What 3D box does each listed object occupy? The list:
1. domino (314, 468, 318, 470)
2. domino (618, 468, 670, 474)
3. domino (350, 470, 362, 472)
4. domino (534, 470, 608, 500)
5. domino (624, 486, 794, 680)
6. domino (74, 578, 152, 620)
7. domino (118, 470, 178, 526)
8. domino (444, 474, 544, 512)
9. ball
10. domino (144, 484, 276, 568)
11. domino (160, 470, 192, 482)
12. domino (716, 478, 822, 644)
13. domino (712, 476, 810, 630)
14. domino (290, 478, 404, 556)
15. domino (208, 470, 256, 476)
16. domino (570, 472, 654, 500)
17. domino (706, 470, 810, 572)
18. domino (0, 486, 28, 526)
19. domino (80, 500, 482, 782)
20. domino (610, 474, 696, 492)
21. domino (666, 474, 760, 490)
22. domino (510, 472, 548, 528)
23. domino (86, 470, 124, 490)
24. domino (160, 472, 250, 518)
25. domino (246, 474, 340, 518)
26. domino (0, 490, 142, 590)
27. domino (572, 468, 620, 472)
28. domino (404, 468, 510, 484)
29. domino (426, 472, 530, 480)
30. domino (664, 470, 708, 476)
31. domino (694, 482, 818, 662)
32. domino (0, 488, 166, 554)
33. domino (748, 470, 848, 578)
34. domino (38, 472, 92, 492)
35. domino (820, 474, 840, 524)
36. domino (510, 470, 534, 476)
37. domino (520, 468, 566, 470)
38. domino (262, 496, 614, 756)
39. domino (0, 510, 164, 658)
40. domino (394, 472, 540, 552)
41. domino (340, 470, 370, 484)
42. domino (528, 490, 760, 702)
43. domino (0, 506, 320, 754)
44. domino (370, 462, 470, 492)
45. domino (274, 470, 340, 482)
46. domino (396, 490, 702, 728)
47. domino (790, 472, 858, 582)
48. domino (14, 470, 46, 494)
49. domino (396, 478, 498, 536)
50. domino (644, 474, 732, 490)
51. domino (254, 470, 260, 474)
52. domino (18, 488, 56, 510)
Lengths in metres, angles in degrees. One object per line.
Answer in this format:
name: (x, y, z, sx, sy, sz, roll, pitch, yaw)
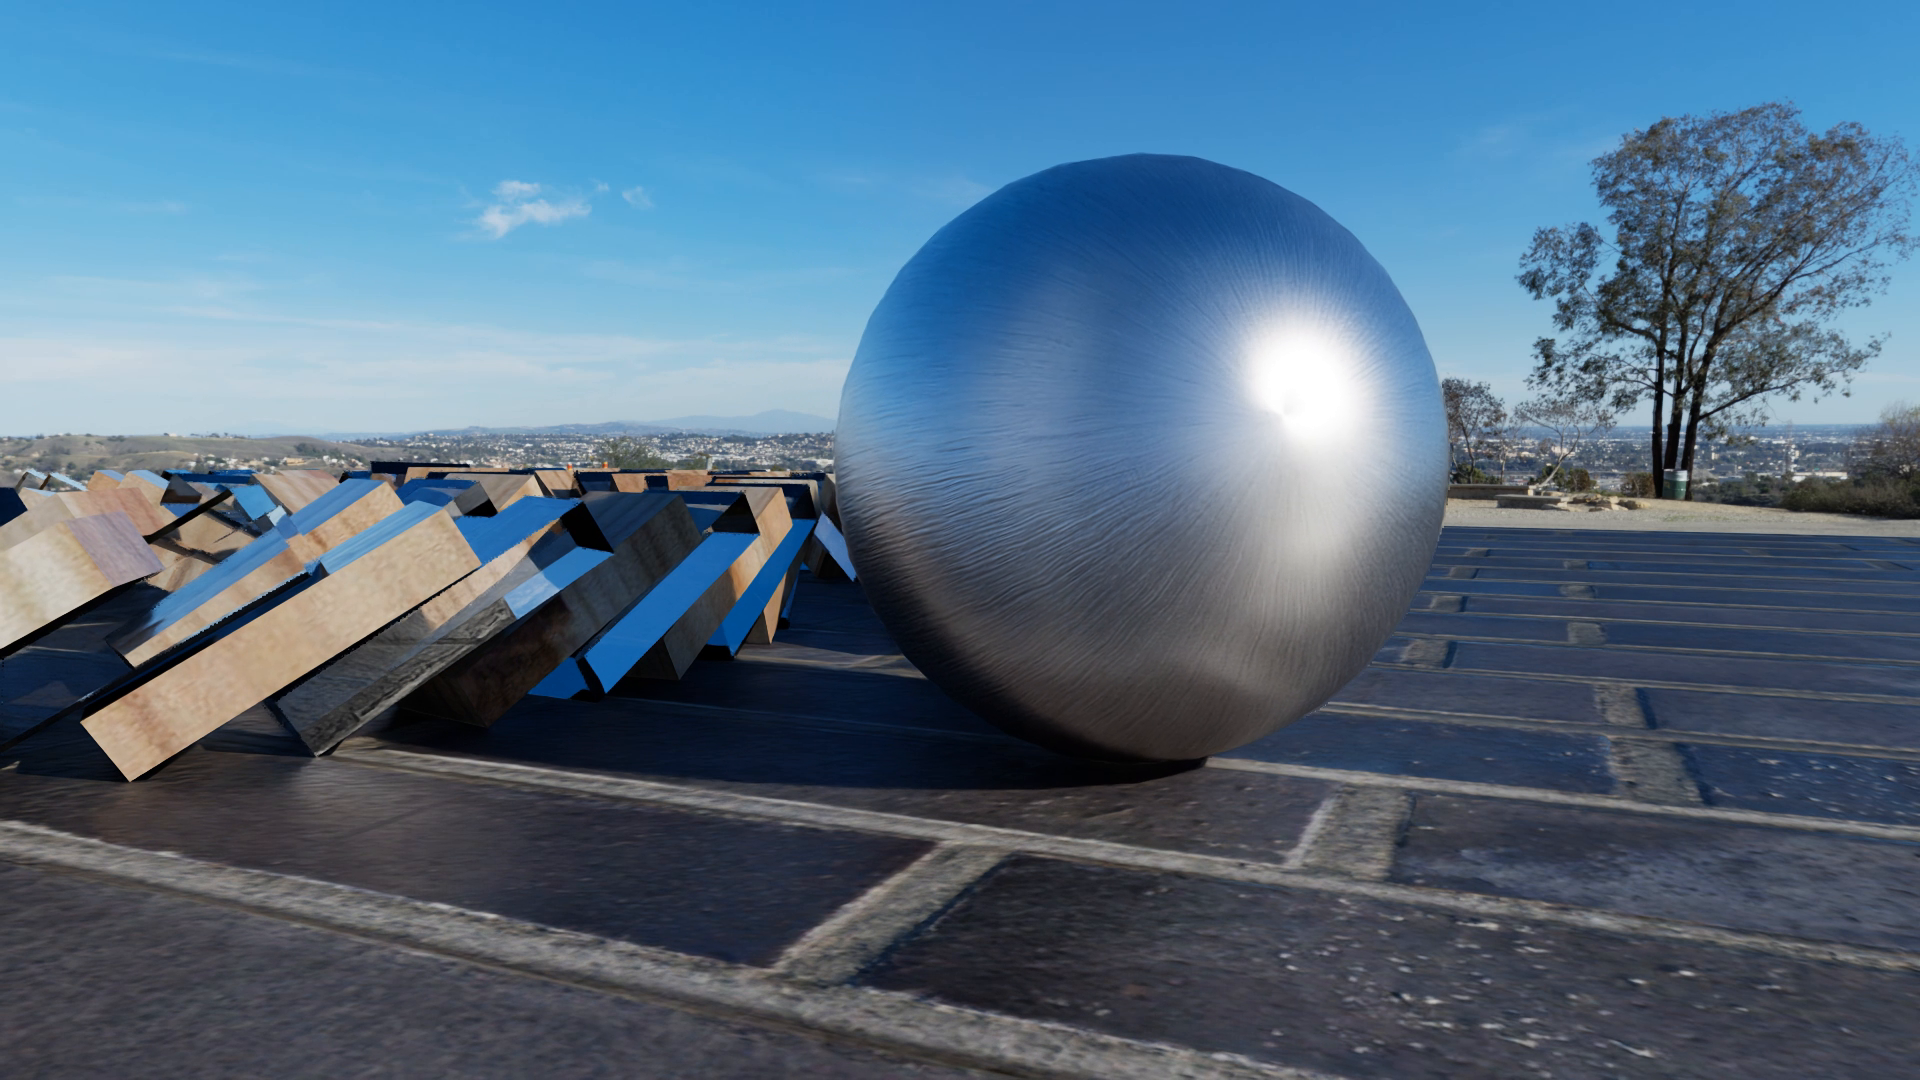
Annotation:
domino: (-0.220, -0.009, 0.472, 0.050, 0.009, 0.025, 30, 1, -8)
domino: (-0.100, -0.009, 0.464, 0.050, 0.009, 0.025, 36, 21, 26)
domino: (-0.200, -0.010, 0.476, 0.050, 0.010, 0.025, 30, 3, -4)
domino: (-0.110, -0.004, 0.395, 0.025, 0.009, 0.050, -3, 37, -44)
domino: (-0.055, 0.007, 0.252, 0.025, 0.010, 0.050, 2, 35, 21)
domino: (-0.229, 0.014, 0.316, 0.050, 0.010, 0.025, -2, 5, -30)
domino: (-0.231, -0.004, 0.396, 0.050, 0.010, 0.025, 33, -8, -21)
domino: (-0.116, 0.004, 0.281, 0.025, 0.010, 0.050, 2, 38, 23)
ball: (0.023, -0.010, 0.173, 0.080, 0.080, 0.080, 0, 4, 0)
domino: (-0.145, 0.008, 0.224, 0.050, 0.010, 0.025, -35, 14, -13)
domino: (-0.259, -0.009, 0.459, 0.050, 0.009, 0.025, 30, -5, -17)
domino: (-0.050, 0.004, 0.292, 0.025, 0.010, 0.050, 1, 35, 8)
domino: (-0.052, 0.002, 0.312, 0.025, 0.009, 0.050, 0, 35, 1)
domino: (-0.131, 0.007, 0.242, 0.025, 0.010, 0.050, 5, 40, 49)
domino: (-0.212, -0.005, 0.407, 0.050, 0.010, 0.025, 31, 2, -4)
domino: (-0.095, -0.003, 0.382, 0.025, 0.009, 0.050, -3, 36, -37)
domino: (-0.065, -0.007, 0.443, 0.025, 0.009, 0.050, -5, 36, -46)
domino: (-0.183, 0.009, 0.212, 0.050, 0.010, 0.025, -33, 2, 4)
domino: (-0.095, 0.012, 0.181, 0.050, 0.010, 0.025, -36, 21, -24)
domino: (-0.082, -0.002, 0.367, 0.025, 0.010, 0.050, -2, 36, -30)
domino: (-0.061, 0.001, 0.332, 0.025, 0.010, 0.050, -1, 36, -17)
domino: (-0.159, -0.010, 0.479, 0.050, 0.009, 0.025, 31, 9, 7)
domino: (-0.277, -0.008, 0.450, 0.050, 0.010, 0.025, 31, -9, -22)
domino: (-0.188, -0.001, 0.349, 0.050, 0.010, 0.025, 33, 10, 15)
domino: (-0.168, -0.001, 0.346, 0.050, 0.009, 0.025, 35, 14, 25)
domino: (-0.262, -0.002, 0.370, 0.050, 0.010, 0.025, 36, -19, -35)
domino: (-0.119, -0.010, 0.472, 0.050, 0.010, 0.025, 34, 18, 21)
domino: (-0.128, 0.000, 0.322, 0.025, 0.010, 0.050, 0, 39, -13)
domino: (-0.120, 0.002, 0.303, 0.025, 0.009, 0.050, 0, 38, 1)
domino: (-0.082, -0.008, 0.454, 0.050, 0.010, 0.025, 38, 25, 30)
domino: (-0.051, 0.005, 0.272, 0.025, 0.010, 0.050, 1, 35, 16)
domino: (-0.164, 0.009, 0.216, 0.050, 0.010, 0.025, -33, 7, -3)
domino: (-0.049, -0.006, 0.430, 0.025, 0.009, 0.050, -4, 35, -42)
domino: (-0.247, -0.003, 0.384, 0.050, 0.010, 0.025, 33, -13, -28)
domino: (-0.022, -0.004, 0.401, 0.025, 0.009, 0.050, -3, 35, -34)
domino: (-0.131, -0.005, 0.403, 0.050, 0.009, 0.025, 37, 21, 23)
domino: (-0.139, -0.010, 0.477, 0.050, 0.009, 0.025, 33, 13, 14)
domino: (-0.080, 0.011, 0.195, 0.050, 0.009, 0.025, -39, 26, -29)
domino: (-0.129, 0.014, 0.160, 0.050, 0.010, 0.025, -33, 14, -14)
domino: (-0.152, -0.005, 0.407, 0.050, 0.010, 0.025, 33, 13, 13)
domino: (-0.171, -0.005, 0.410, 0.050, 0.010, 0.025, 32, 10, 8)
domino: (-0.061, 0.008, 0.232, 0.025, 0.010, 0.050, 2, 35, 30)
domino: (-0.111, 0.013, 0.169, 0.050, 0.010, 0.025, -34, 17, -18)
domino: (-0.141, -0.002, 0.339, 0.025, 0.010, 0.050, 0, 39, -28)
domino: (-0.192, -0.005, 0.410, 0.050, 0.009, 0.025, 31, 5, 1)
domino: (-0.069, 0.010, 0.214, 0.025, 0.010, 0.050, 3, 36, 37)
domino: (-0.034, -0.005, 0.416, 0.025, 0.010, 0.050, -3, 35, -37)
domino: (-0.293, -0.007, 0.438, 0.050, 0.009, 0.025, 33, -13, -29)
domino: (-0.121, 0.006, 0.261, 0.025, 0.009, 0.050, 3, 38, 36)
domino: (-0.070, 0.000, 0.350, 0.025, 0.010, 0.050, -2, 35, -22)
domino: (-0.240, -0.009, 0.467, 0.050, 0.009, 0.025, 30, -2, -12)
domino: (-0.213, 0.002, 0.331, 0.050, 0.010, 0.025, 25, -9, -16)
